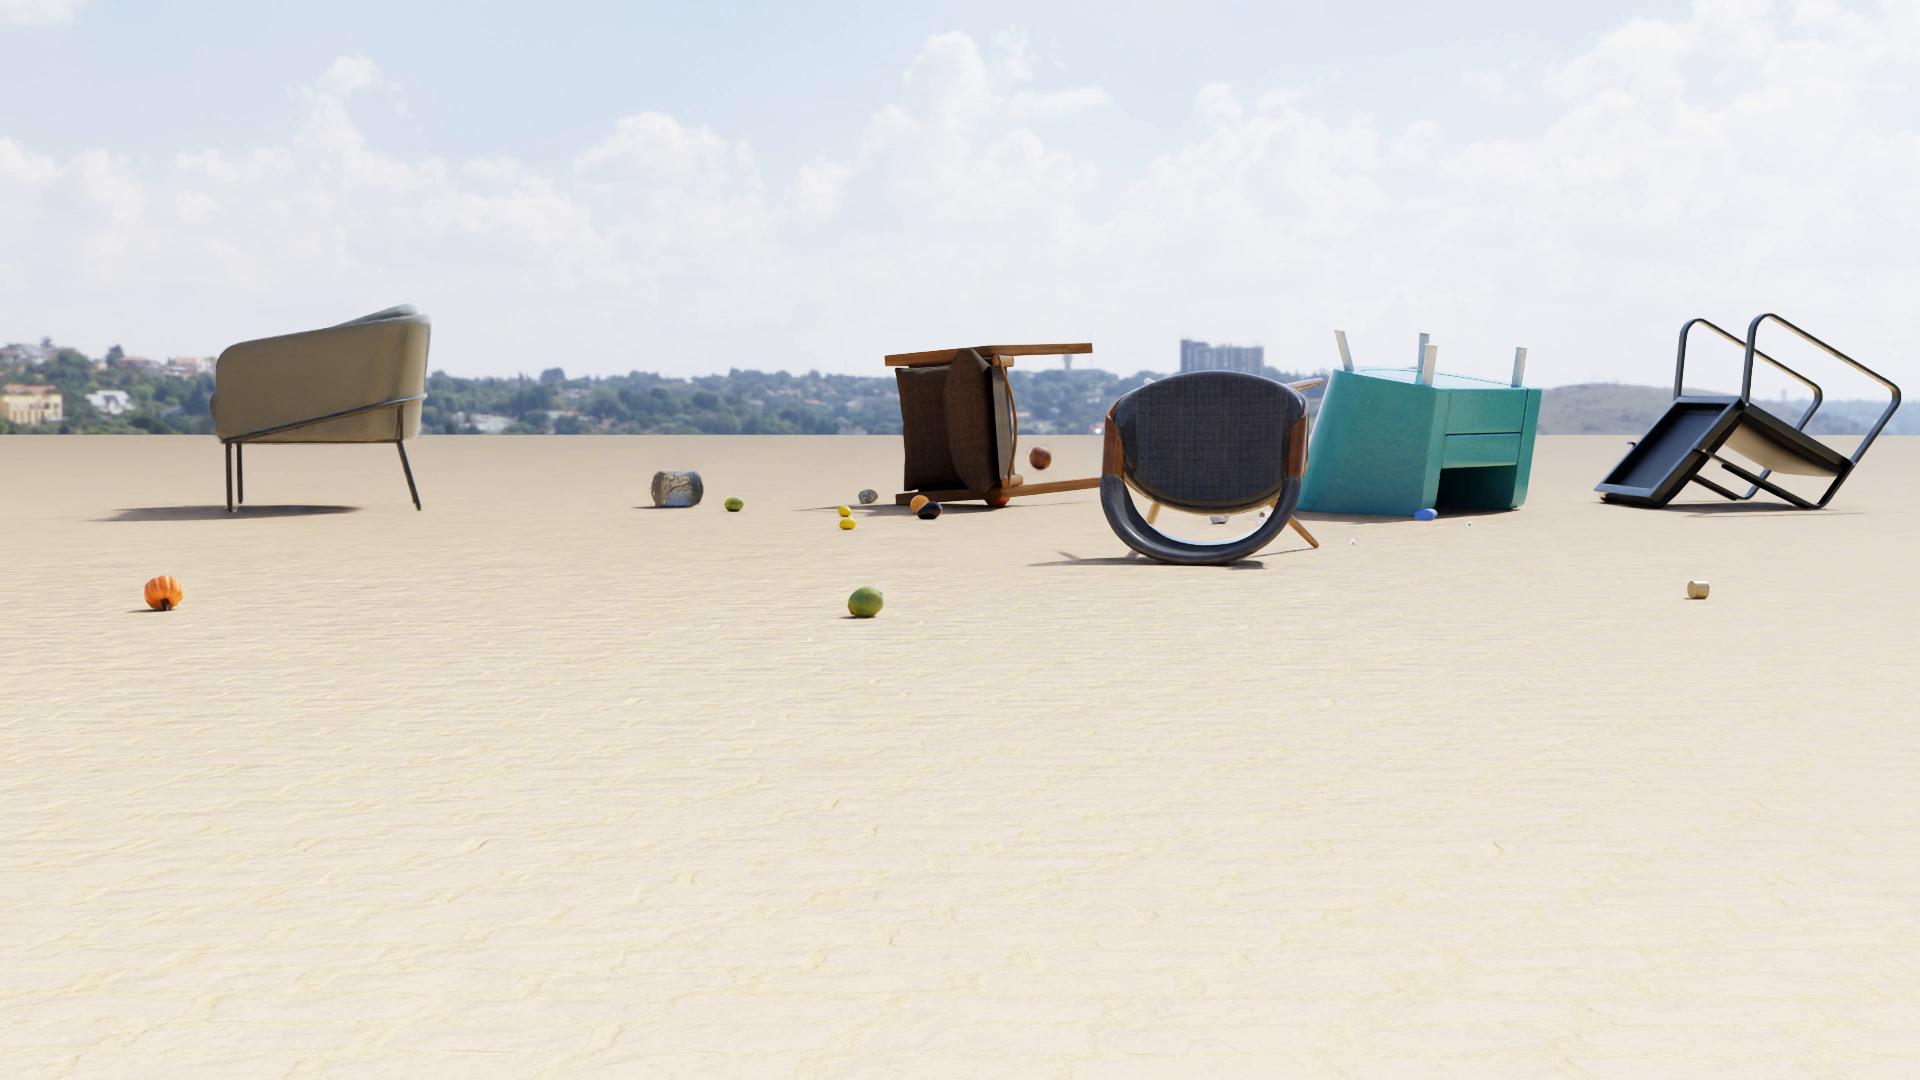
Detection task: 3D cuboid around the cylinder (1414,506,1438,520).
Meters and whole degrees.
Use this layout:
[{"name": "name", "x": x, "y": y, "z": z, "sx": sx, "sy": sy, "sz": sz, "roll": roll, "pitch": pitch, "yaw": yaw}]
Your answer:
[{"name": "cylinder", "x": 1.599, "y": -0.088, "z": 7.549, "sx": 0.066, "sy": 0.038, "sz": 0.061, "roll": -8, "pitch": 15, "yaw": 33}]

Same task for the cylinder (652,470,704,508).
[{"name": "cylinder", "x": -1.080, "y": -0.195, "z": 8.392, "sx": 0.132, "sy": 0.137, "sz": 0.210, "roll": -2, "pitch": 2, "yaw": -27}]

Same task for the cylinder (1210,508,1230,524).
[{"name": "cylinder", "x": 0.866, "y": -0.079, "z": 7.338, "sx": 0.046, "sy": 0.049, "sz": 0.045, "roll": -1, "pitch": 11, "yaw": -43}]

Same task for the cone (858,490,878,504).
[{"name": "cone", "x": -0.373, "y": -0.156, "z": 8.613, "sx": 0.082, "sy": 0.056, "sz": 0.113, "roll": -6, "pitch": 18, "yaw": 15}]

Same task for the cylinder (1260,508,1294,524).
[{"name": "cylinder", "x": 1.053, "y": -0.074, "z": 7.318, "sx": 0.105, "sy": 0.043, "sz": 0.048, "roll": -15, "pitch": 24, "yaw": -21}]
